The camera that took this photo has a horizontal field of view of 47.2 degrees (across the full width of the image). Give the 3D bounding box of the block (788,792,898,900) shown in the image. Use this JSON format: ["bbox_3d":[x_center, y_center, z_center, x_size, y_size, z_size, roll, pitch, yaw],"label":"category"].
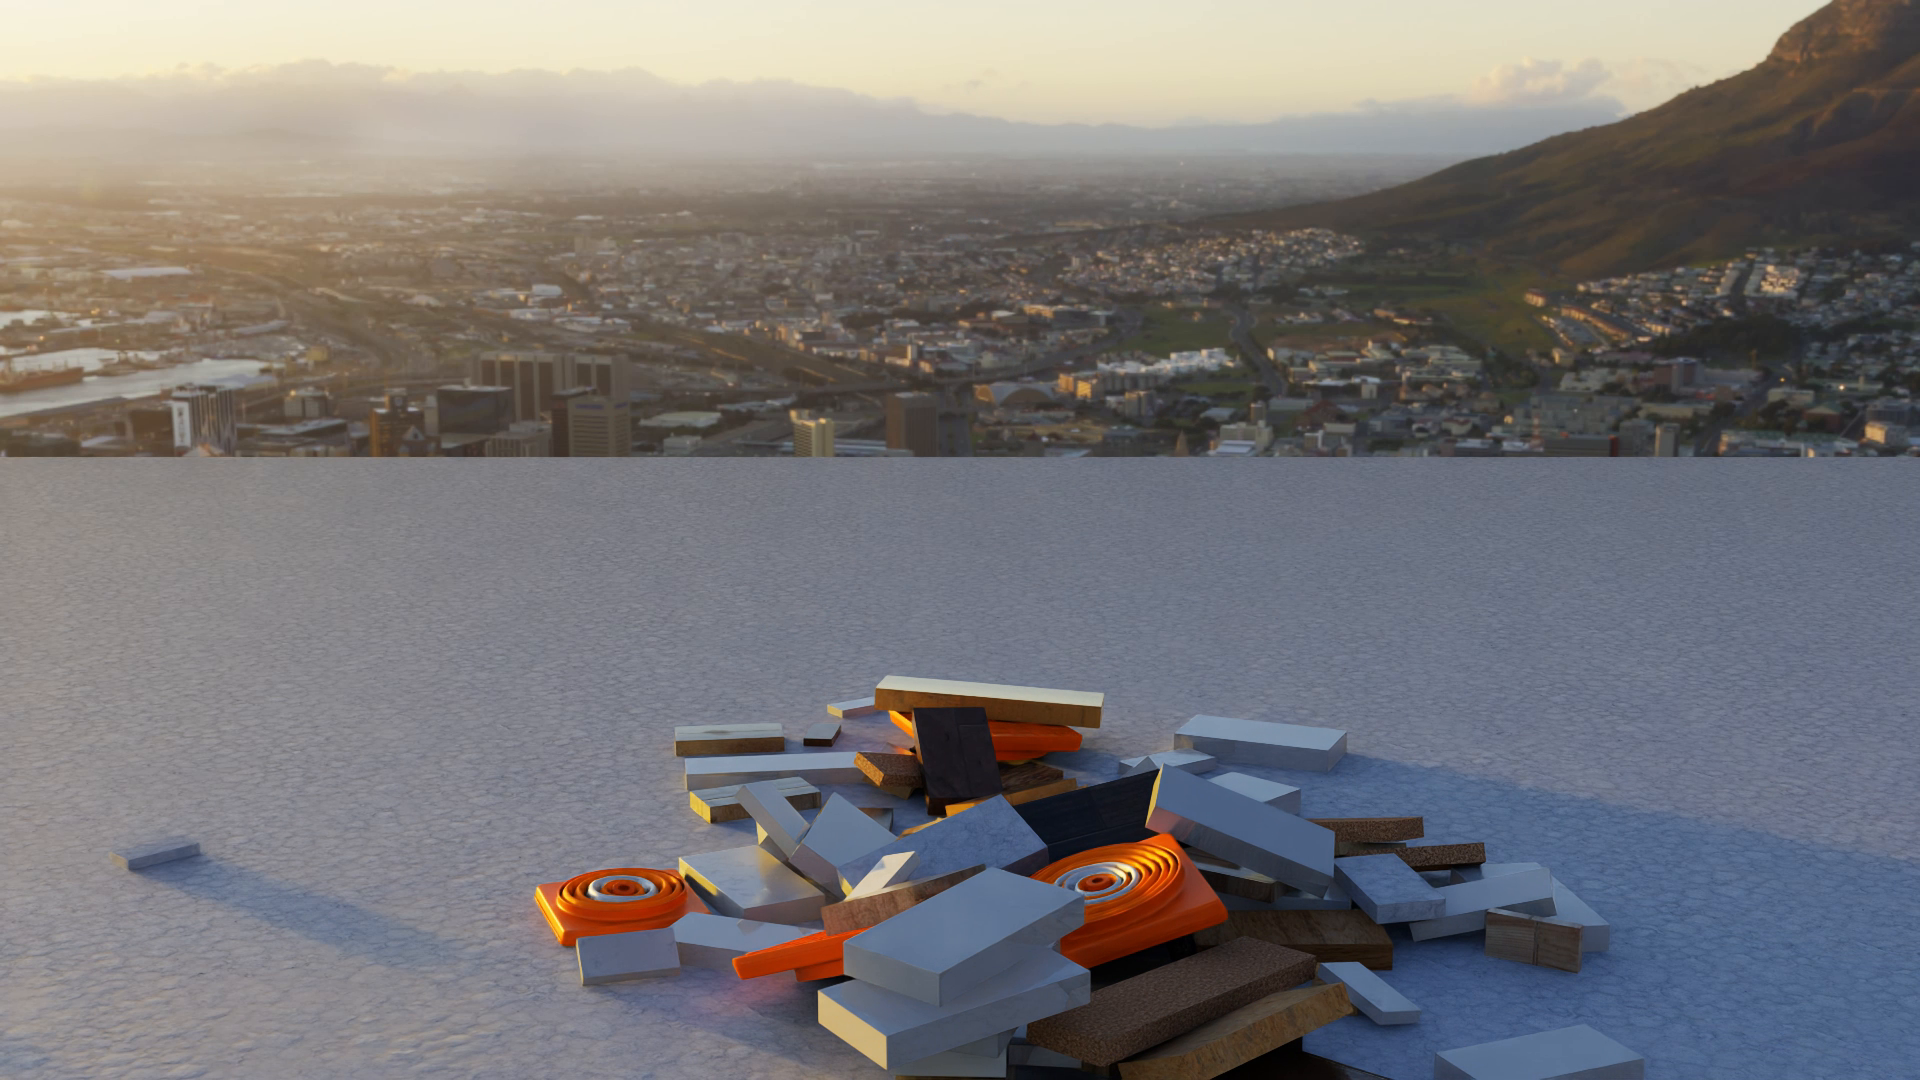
[{"bbox_3d":[-0.193,0.523,3.715,0.142,0.040,0.283,36,13,0],"label":"block"}]

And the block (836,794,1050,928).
[{"bbox_3d":[-0.027,0.526,3.537,0.304,0.043,0.152,-22,38,-20],"label":"block"}]

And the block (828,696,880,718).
[{"bbox_3d":[-0.224,0.367,4.824,0.119,0.017,0.059,-7,13,-35],"label":"block"}]

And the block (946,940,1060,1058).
[{"bbox_3d":[0.023,0.596,2.938,0.149,0.042,0.298,4,15,18],"label":"block"}]

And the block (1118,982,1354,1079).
[{"bbox_3d":[0.368,0.663,2.931,0.292,0.041,0.146,-15,-7,-34],"label":"block"}]

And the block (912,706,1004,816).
[{"bbox_3d":[-0.006,0.419,4.198,0.142,0.040,0.283,0,32,-8],"label":"block"}]

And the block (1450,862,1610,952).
[{"bbox_3d":[0.914,0.591,3.546,0.149,0.042,0.299,-1,11,-7],"label":"block"}]

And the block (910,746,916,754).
[{"bbox_3d":[-0.036,0.432,4.472,0.119,0.017,0.059,5,12,26],"label":"block"}]

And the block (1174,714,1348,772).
[{"bbox_3d":[0.614,0.414,4.492,0.319,0.045,0.160,5,11,23],"label":"block"}]

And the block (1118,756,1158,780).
[{"bbox_3d":[0.303,0.444,3.984,0.123,0.035,0.247,-39,-7,-1],"label":"block"}]

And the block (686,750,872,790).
[{"bbox_3d":[-0.352,0.452,4.324,0.371,0.031,0.110,-2,11,-8],"label":"block"}]

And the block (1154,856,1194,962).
[{"bbox_3d":[0.335,0.578,3.447,0.029,0.104,0.208,-1,11,-3],"label":"block"}]

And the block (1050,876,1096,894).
[{"bbox_3d":[0.176,0.573,3.664,0.061,0.017,0.122,15,4,-23],"label":"block"}]

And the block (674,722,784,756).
[{"bbox_3d":[-0.477,0.411,4.546,0.221,0.031,0.110,-2,11,-8],"label":"block"}]

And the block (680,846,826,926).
[{"bbox_3d":[-0.347,0.575,3.641,0.142,0.040,0.283,-6,12,-28],"label":"block"}]

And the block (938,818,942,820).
[{"bbox_3d":[0.021,0.521,3.929,0.064,0.018,0.128,13,-2,-38],"label":"block"}]

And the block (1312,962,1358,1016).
[{"bbox_3d":[0.555,0.660,3.236,0.072,0.020,0.143,3,11,14],"label":"block"}]

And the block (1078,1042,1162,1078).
[{"bbox_3d":[0.217,0.690,3.057,0.097,0.028,0.194,7,13,35],"label":"block"}]

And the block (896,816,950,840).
[{"bbox_3d":[-0.064,0.521,3.742,0.108,0.030,0.215,-19,3,13],"label":"block"}]

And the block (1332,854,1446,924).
[{"bbox_3d":[0.682,0.556,3.522,0.112,0.032,0.223,-3,11,-9],"label":"block"}]

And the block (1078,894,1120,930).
[{"bbox_3d":[0.150,0.599,3.540,0.208,0.029,0.104,2,11,9],"label":"block"}]

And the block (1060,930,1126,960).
[{"bbox_3d":[0.145,0.632,3.363,0.208,0.029,0.104,-1,12,-1],"label":"block"}]

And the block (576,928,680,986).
[{"bbox_3d":[-0.500,0.627,3.311,0.146,0.021,0.073,-3,46,-17],"label":"block"}]

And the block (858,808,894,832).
[{"bbox_3d":[-0.172,0.523,3.958,0.094,0.027,0.187,0,11,1],"label":"block"}]

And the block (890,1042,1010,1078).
[{"bbox_3d":[-0.008,0.669,2.972,0.149,0.042,0.298,0,-1,3],"label":"block"}]

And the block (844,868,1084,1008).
[{"bbox_3d":[0.009,0.517,2.892,0.157,0.044,0.314,10,17,37],"label":"block"}]

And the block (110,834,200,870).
[{"bbox_3d":[-1.408,0.547,3.850,0.066,0.019,0.131,10,14,43],"label":"block"}]

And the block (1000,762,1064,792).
[{"bbox_3d":[0.107,0.468,4.258,0.177,0.025,0.089,-10,15,-43],"label":"block"}]

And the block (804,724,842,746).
[{"bbox_3d":[-0.288,0.408,4.603,0.059,0.017,0.119,1,11,6],"label":"block"}]

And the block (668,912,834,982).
[{"bbox_3d":[-0.334,0.625,3.386,0.248,0.035,0.124,4,11,21],"label":"block"}]
